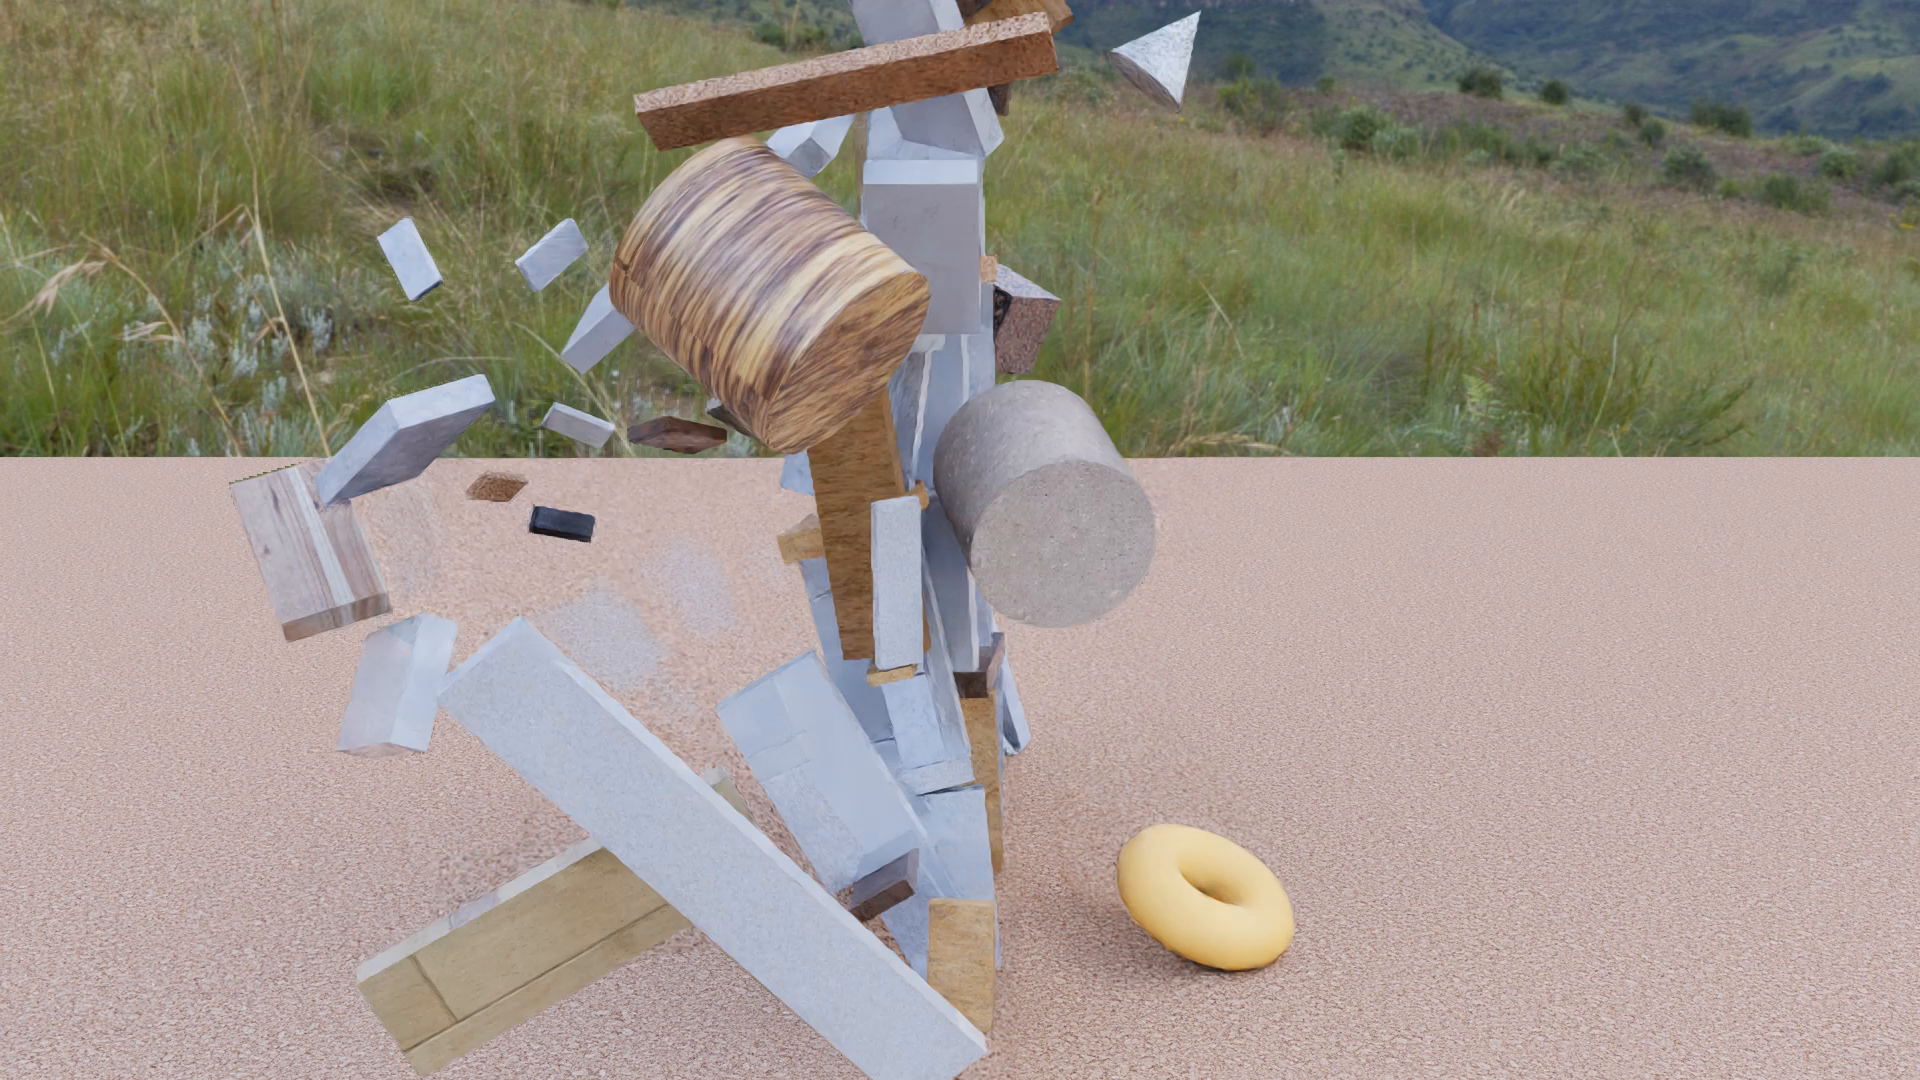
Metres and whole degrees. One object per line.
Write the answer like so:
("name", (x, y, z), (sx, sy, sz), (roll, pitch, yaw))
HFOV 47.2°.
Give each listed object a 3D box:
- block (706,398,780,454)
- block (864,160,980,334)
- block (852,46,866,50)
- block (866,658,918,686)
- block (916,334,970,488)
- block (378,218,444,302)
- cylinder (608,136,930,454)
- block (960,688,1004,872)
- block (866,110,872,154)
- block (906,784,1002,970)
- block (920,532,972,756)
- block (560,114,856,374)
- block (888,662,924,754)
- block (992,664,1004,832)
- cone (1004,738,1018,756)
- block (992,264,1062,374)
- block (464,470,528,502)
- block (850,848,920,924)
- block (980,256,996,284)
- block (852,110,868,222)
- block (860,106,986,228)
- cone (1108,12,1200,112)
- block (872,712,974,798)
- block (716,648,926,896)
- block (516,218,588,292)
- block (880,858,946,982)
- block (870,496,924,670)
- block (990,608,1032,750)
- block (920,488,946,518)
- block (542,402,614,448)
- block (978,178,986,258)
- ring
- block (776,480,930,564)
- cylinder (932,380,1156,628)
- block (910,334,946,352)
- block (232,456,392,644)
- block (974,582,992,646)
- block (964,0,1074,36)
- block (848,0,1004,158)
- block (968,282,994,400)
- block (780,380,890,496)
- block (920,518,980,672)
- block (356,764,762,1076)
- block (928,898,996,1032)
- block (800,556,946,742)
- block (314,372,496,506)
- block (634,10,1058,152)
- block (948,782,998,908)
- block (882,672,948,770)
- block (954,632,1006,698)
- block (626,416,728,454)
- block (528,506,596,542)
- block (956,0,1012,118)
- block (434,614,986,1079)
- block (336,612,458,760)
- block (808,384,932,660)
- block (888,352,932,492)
("block", (-0.294, -0.173, 3.206), (0.140, 0.020, 0.070), (31, -33, -35))
("block", (-0.049, -0.403, 3.062), (0.152, 0.304, 0.043), (0, 54, 1))
("block", (-0.065, -0.808, 3.723), (0.153, 0.043, 0.307), (1, 10, 13))
("block", (-0.099, 0.188, 3.313), (0.068, 0.019, 0.135), (-12, 10, 6))
("block", (-0.062, -0.245, 3.703), (0.149, 0.311, 0.042), (1, 12, 13))
("block", (-0.695, -0.354, 2.781), (0.048, 0.095, 0.014), (-32, -11, 15))
("cylinder", (-0.232, -0.299, 2.686), (0.277, 0.277, 0.277), (41, 26, 16))
("block", (-0.010, 0.412, 3.757), (0.154, 0.309, 0.044), (-2, 7, 7))
("block", (-0.061, -0.618, 3.565), (0.174, 0.348, 0.049), (5, 14, 12))
("block", (-0.018, 0.511, 3.316), (0.135, 0.270, 0.038), (-6, 5, 1))
("block", (-0.105, 0.173, 3.660), (0.156, 0.420, 0.044), (-12, 6, 10))
("block", (-0.355, -0.431, 3.073), (0.585, 0.043, 0.152), (-33, 26, 38))
("block", (-0.077, 0.253, 3.367), (0.068, 0.135, 0.019), (-14, 11, -5))
("block", (0.001, 0.378, 3.960), (0.154, 0.309, 0.044), (1, 8, 3))
("cone", (0.038, 0.401, 4.465), (0.182, 0.182, 0.182), (25, 6, -13))
("block", (0.060, -0.420, 4.153), (0.156, 0.156, 0.156), (35, 22, 30))
("block", (-0.648, -0.074, 3.076), (0.046, 0.013, 0.092), (-41, -17, 16))
("block", (-0.107, 0.489, 3.155), (0.092, 0.026, 0.184), (-30, 8, 6))
("block", (-0.050, -0.473, 3.871), (0.164, 0.046, 0.328), (1, 9, 13))
("block", (-0.095, -0.619, 3.669), (0.153, 0.307, 0.043), (1, 17, 13))
("block", (-0.057, -0.529, 3.340), (0.174, 0.392, 0.049), (9, 15, 5))
("cone", (0.341, -0.793, 3.533), (0.147, 0.147, 0.147), (39, 0, 0))
("block", (-0.064, 0.334, 3.402), (0.135, 0.038, 0.270), (-14, 11, -5))
("block", (-0.199, 0.336, 3.177), (0.160, 0.320, 0.045), (-30, 8, 6))
("block", (-0.528, -0.369, 2.848), (0.014, 0.048, 0.095), (17, 54, 42))
("block", (-0.052, 0.567, 3.231), (0.092, 0.185, 0.026), (-30, 8, 6))
("block", (-0.092, 0.063, 3.201), (0.070, 0.254, 0.020), (-10, 21, -24))
("block", (-0.025, 0.088, 4.365), (0.145, 0.783, 0.041), (5, 36, 34))
("block", (-0.055, -0.079, 3.776), (0.131, 0.037, 0.263), (-2, 10, 11))
("block", (-0.543, -0.163, 3.130), (0.092, 0.013, 0.046), (21, -42, -23))
("block", (-0.039, -0.653, 3.867), (0.153, 0.307, 0.043), (1, 15, 13))
("ring", (0.379, 0.550, 3.402), (0.292, 0.097, 0.292), (20, 24, -9))
("block", (-0.166, -0.031, 3.507), (0.156, 0.044, 0.312), (-11, 9, 16))
("cylinder", (0.126, -0.059, 3.426), (0.288, 0.288, 0.288), (-2, 29, -13))
("block", (-0.108, -0.313, 3.321), (0.130, 0.037, 0.260), (10, 7, 8))
("block", (-0.834, 0.009, 2.822), (0.133, 0.038, 0.266), (-18, 50, -19))
("block", (-0.018, 0.057, 3.863), (0.131, 0.263, 0.037), (-1, 11, 9))
("block", (0.065, -0.698, 3.003), (0.165, 0.082, 0.023), (-35, -14, 1))
("block", (-0.054, -0.655, 2.939), (0.152, 0.304, 0.043), (19, 58, 36))
("block", (-0.021, -0.221, 3.994), (0.164, 0.487, 0.046), (-2, 12, -6))
("block", (-0.192, -0.195, 3.472), (0.130, 0.260, 0.037), (15, 12, 10))
("block", (-0.043, 0.089, 3.692), (0.131, 0.263, 0.037), (0, 11, 17))
("block", (-0.502, 0.491, 2.850), (0.531, 0.160, 0.045), (-29, 23, -5))
("block", (0.002, 0.600, 3.106), (0.092, 0.184, 0.026), (2, 11, 7))
("block", (-0.137, 0.156, 3.453), (0.156, 0.312, 0.044), (-13, 9, 7))
("block", (-0.689, -0.122, 2.717), (0.133, 0.038, 0.265), (-22, -5, -40))
("block", (-0.140, -0.565, 2.722), (0.517, 0.028, 0.098), (-10, -20, 7))
("block", (-0.038, 0.470, 3.503), (0.135, 0.270, 0.038), (-14, 4, -5))
("block", (-0.067, 0.269, 3.272), (0.067, 0.135, 0.019), (-14, 10, 4))
("block", (-0.013, 0.217, 3.836), (0.154, 0.044, 0.309), (-2, 10, 7))
("block", (-0.404, -0.150, 3.153), (0.070, 0.020, 0.140), (-16, -14, 29))
("block", (-0.589, -0.024, 3.255), (0.092, 0.013, 0.046), (10, 42, -9))
("block", (0.033, -0.763, 3.062), (0.117, 0.328, 0.033), (10, 8, 8))
("block", (-0.286, 0.413, 2.694), (0.133, 0.842, 0.038), (-39, 24, 12))
("block", (-0.716, 0.189, 2.787), (0.045, 0.160, 0.320), (17, -14, -24))
("block", (-0.147, -0.053, 3.305), (0.130, 0.463, 0.037), (-7, 8, 18))
("block", (-0.131, -0.238, 3.523), (0.149, 0.299, 0.042), (11, 15, 12))
